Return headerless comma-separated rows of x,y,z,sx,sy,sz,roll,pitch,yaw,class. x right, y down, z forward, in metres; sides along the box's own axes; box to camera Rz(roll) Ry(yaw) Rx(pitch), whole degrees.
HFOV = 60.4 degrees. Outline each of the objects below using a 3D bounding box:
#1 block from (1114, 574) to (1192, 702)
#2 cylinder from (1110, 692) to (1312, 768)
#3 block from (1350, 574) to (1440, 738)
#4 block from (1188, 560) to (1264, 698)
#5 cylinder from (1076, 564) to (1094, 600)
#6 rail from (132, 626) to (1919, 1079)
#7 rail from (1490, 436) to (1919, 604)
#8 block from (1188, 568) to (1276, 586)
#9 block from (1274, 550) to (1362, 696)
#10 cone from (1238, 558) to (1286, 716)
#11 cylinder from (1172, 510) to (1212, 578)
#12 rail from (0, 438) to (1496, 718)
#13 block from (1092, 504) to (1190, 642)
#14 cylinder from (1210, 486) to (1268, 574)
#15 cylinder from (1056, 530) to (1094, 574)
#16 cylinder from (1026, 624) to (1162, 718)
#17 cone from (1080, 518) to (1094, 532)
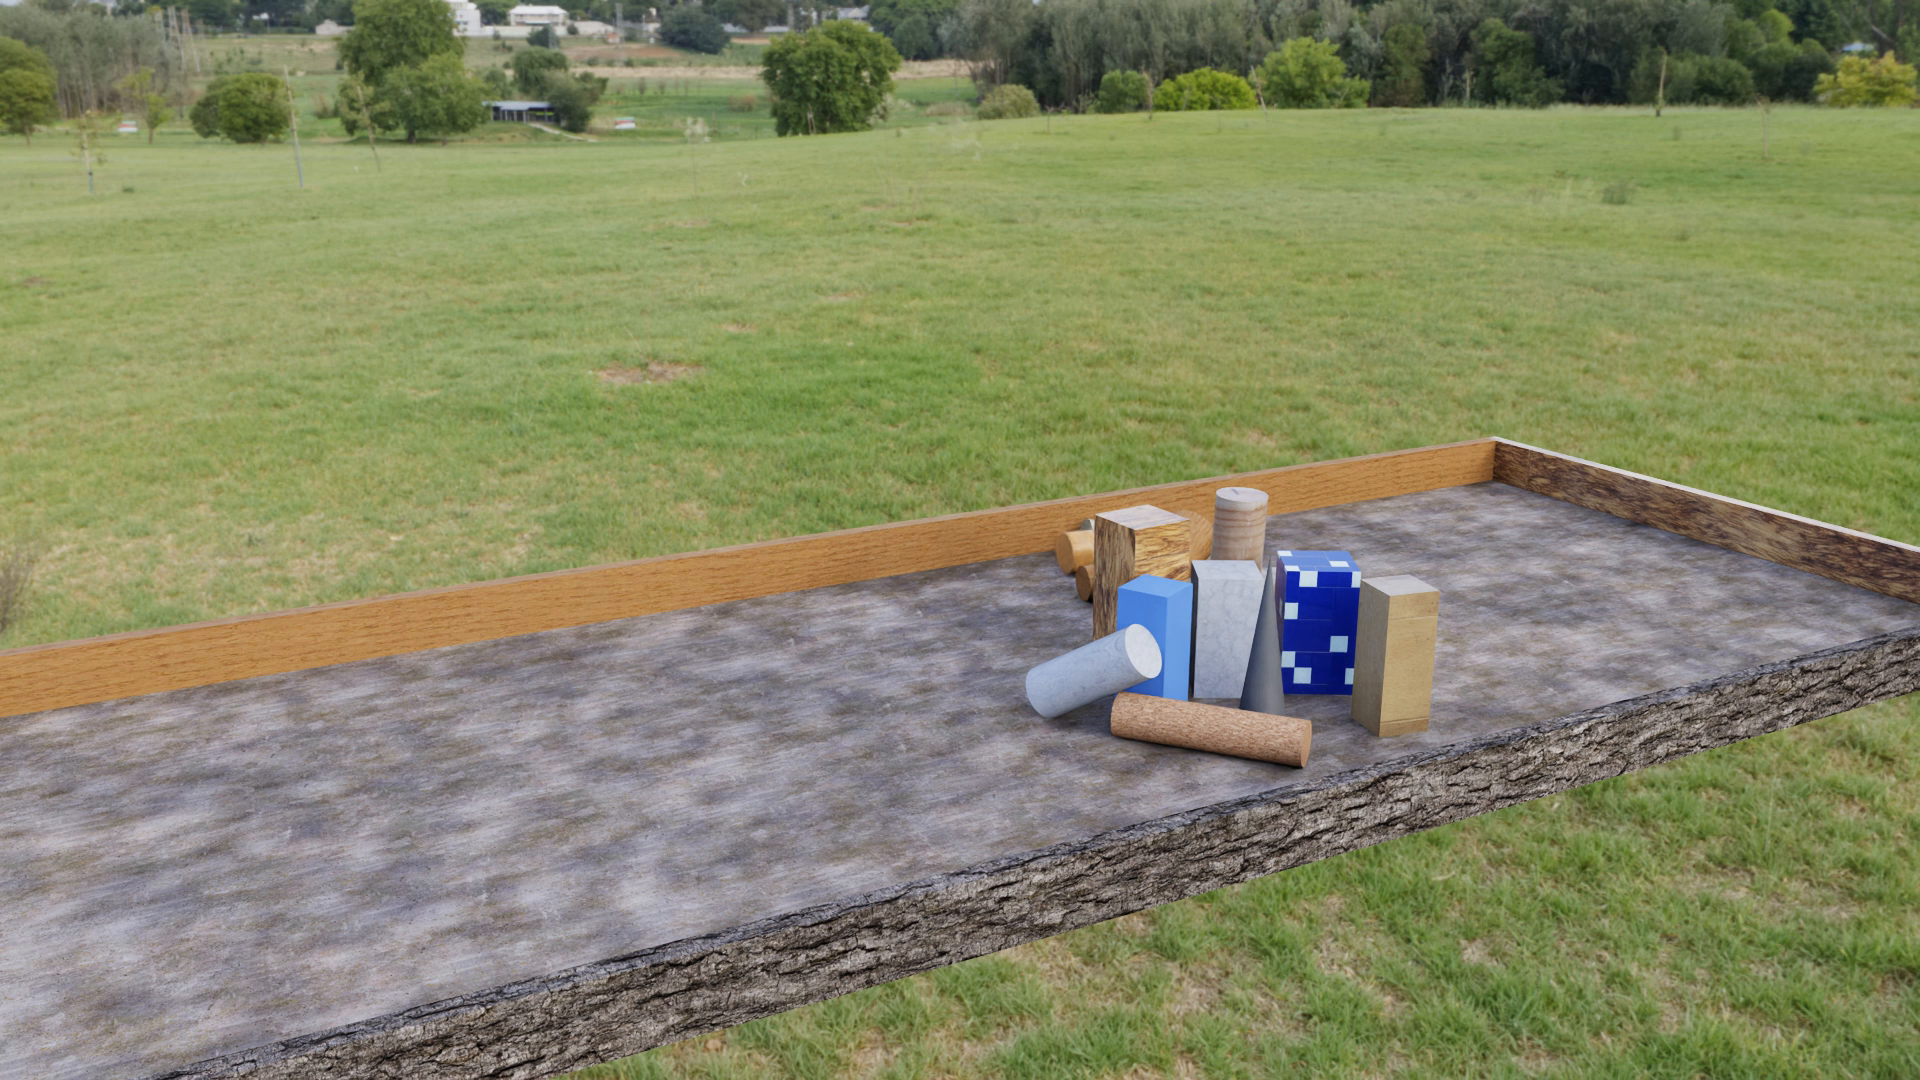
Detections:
0.454,0.263,3.878,0.128,0.328,0.128,11,20,33,block
0.565,0.425,3.723,0.436,0.105,0.105,7,18,23,cylinder
1.009,0.268,3.834,0.129,0.344,0.129,-5,17,-16,block
0.652,0.219,4.070,0.155,0.305,0.155,0,16,1,block
0.519,0.107,4.808,0.352,0.102,0.102,-6,17,-20,cylinder
-2.336,1.006,1.665,12.000,0.150,0.050,-9,18,-27,rail
2.466,-0.048,5.253,0.050,0.150,2.100,-9,18,-27,rail
0.839,0.164,4.563,0.437,0.131,0.131,-7,18,-21,block
0.881,0.203,4.101,0.177,0.317,0.177,1,16,3,block
0.712,0.230,3.841,0.116,0.412,0.116,0,16,0,cone
0.576,0.078,4.637,0.164,0.164,0.382,9,33,27,cylinder
-3.305,0.497,3.399,12.000,0.150,0.050,-9,18,-27,rail
0.443,0.153,4.055,0.164,0.437,0.164,-11,19,-30,block
0.723,0.080,4.329,0.135,0.418,0.135,2,18,-1,cylinder
0.468,0.025,5.046,0.322,0.125,0.125,-6,17,-20,cylinder
0.308,0.307,3.831,0.306,0.129,0.129,-27,-3,38,cylinder
0.566,-0.006,5.281,0.352,0.105,0.105,4,15,-18,cone
